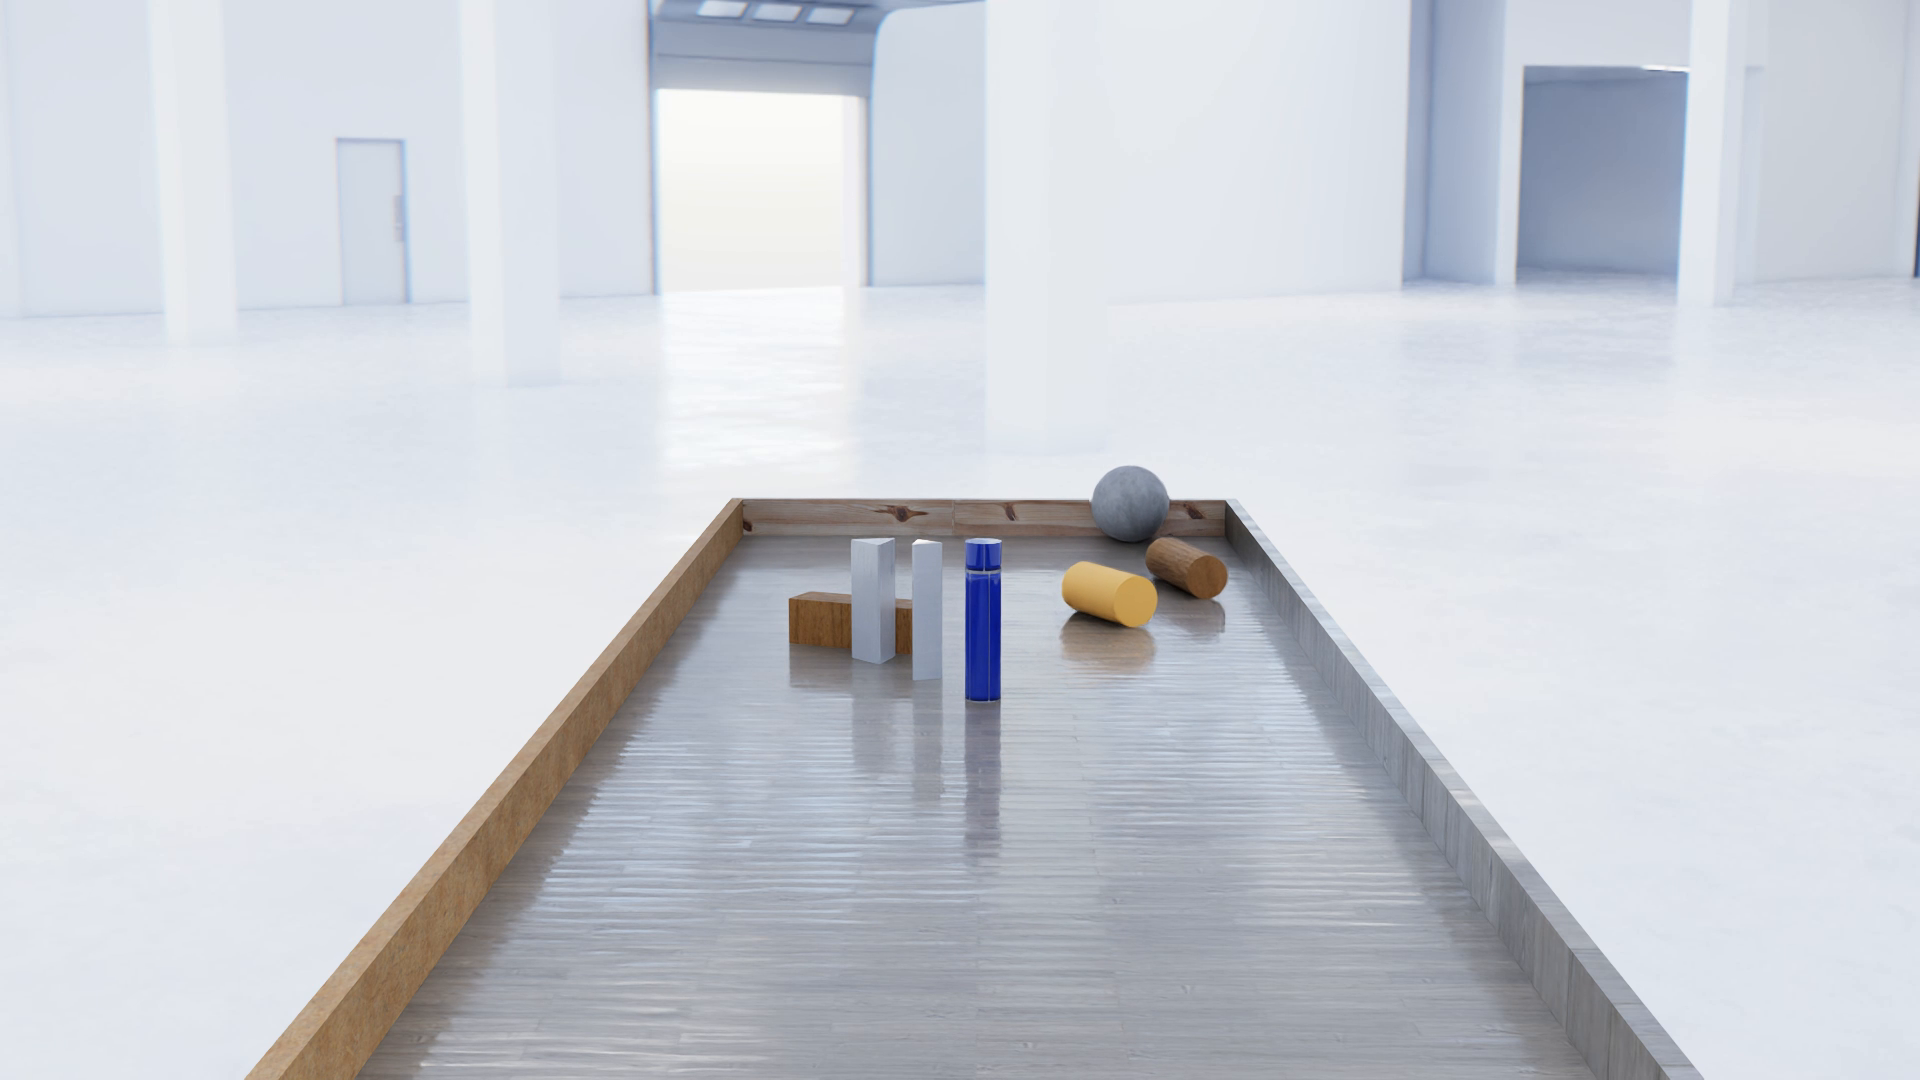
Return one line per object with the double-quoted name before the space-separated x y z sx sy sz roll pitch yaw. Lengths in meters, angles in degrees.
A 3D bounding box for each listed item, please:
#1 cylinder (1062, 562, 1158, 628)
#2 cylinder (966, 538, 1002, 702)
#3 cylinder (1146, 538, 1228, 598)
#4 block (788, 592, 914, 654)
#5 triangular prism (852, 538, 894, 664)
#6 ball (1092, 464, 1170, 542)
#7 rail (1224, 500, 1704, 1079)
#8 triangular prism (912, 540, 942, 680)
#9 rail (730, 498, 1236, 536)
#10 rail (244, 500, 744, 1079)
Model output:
"cylinder" 0.495 0.180 7.335 0.169 0.169 0.330 -5 10 -28
"cylinder" 0.065 0.225 6.153 0.101 0.450 0.101 0 9 0
"cylinder" 0.810 0.099 7.899 0.153 0.153 0.431 -2 9 -14
"block" -0.318 0.259 6.920 0.424 0.143 0.143 4 10 24
"triangular prism" -0.244 0.181 6.701 0.114 0.366 0.132 -8 12 -41
"ball" 0.694 -0.149 8.947 0.313 0.313 0.313 0 9 0
"rail" 1.046 0.843 3.208 0.050 0.150 12.000 0 9 1
"triangular prism" -0.108 0.203 6.444 0.091 0.402 0.079 -3 10 -21
"rail" 0.099 -0.098 9.147 2.100 0.150 0.050 0 9 1
"rail" -1.004 0.839 3.234 0.050 0.150 12.000 0 9 1
